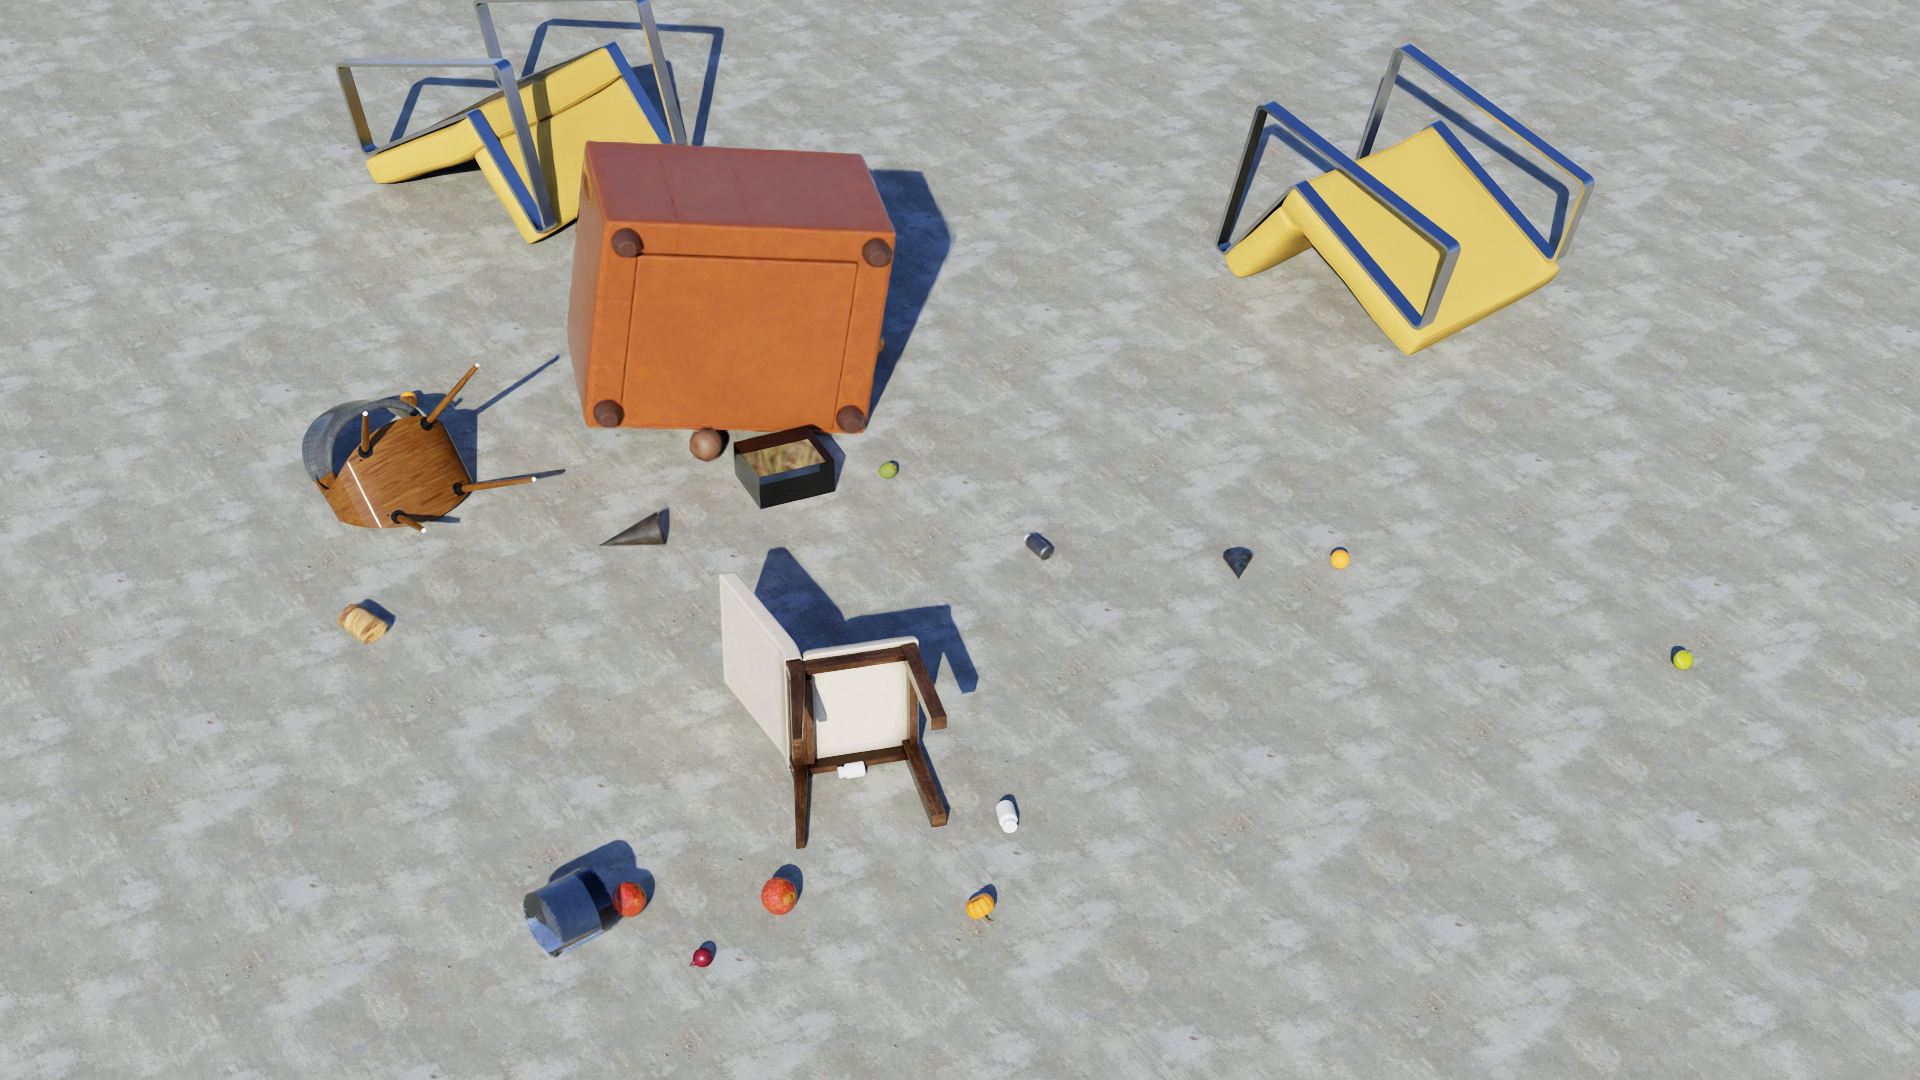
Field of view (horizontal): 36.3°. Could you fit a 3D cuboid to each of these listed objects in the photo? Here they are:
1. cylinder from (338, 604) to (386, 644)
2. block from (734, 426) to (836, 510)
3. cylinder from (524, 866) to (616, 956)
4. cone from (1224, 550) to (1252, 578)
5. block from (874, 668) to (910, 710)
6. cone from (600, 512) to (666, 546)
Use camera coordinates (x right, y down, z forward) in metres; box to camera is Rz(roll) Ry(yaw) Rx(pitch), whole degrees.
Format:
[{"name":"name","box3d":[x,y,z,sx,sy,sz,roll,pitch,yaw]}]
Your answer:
[{"name":"cylinder","box3d":[-2.125,0.295,10.424,0.108,0.079,0.149,-33,45,-31]},{"name":"block","box3d":[-0.674,-0.280,11.239,0.306,0.143,0.276,-14,36,-20]},{"name":"cylinder","box3d":[-1.200,1.142,9.012,0.193,0.223,0.214,-25,82,-32]},{"name":"cone","box3d":[1.021,0.102,10.751,0.110,0.093,0.092,3,60,-3]},{"name":"block","box3d":[-0.232,0.515,10.077,0.097,0.095,0.072,-23,40,-31]},{"name":"cone","box3d":[-1.230,-0.011,10.909,0.242,0.112,0.131,-16,64,1]}]
